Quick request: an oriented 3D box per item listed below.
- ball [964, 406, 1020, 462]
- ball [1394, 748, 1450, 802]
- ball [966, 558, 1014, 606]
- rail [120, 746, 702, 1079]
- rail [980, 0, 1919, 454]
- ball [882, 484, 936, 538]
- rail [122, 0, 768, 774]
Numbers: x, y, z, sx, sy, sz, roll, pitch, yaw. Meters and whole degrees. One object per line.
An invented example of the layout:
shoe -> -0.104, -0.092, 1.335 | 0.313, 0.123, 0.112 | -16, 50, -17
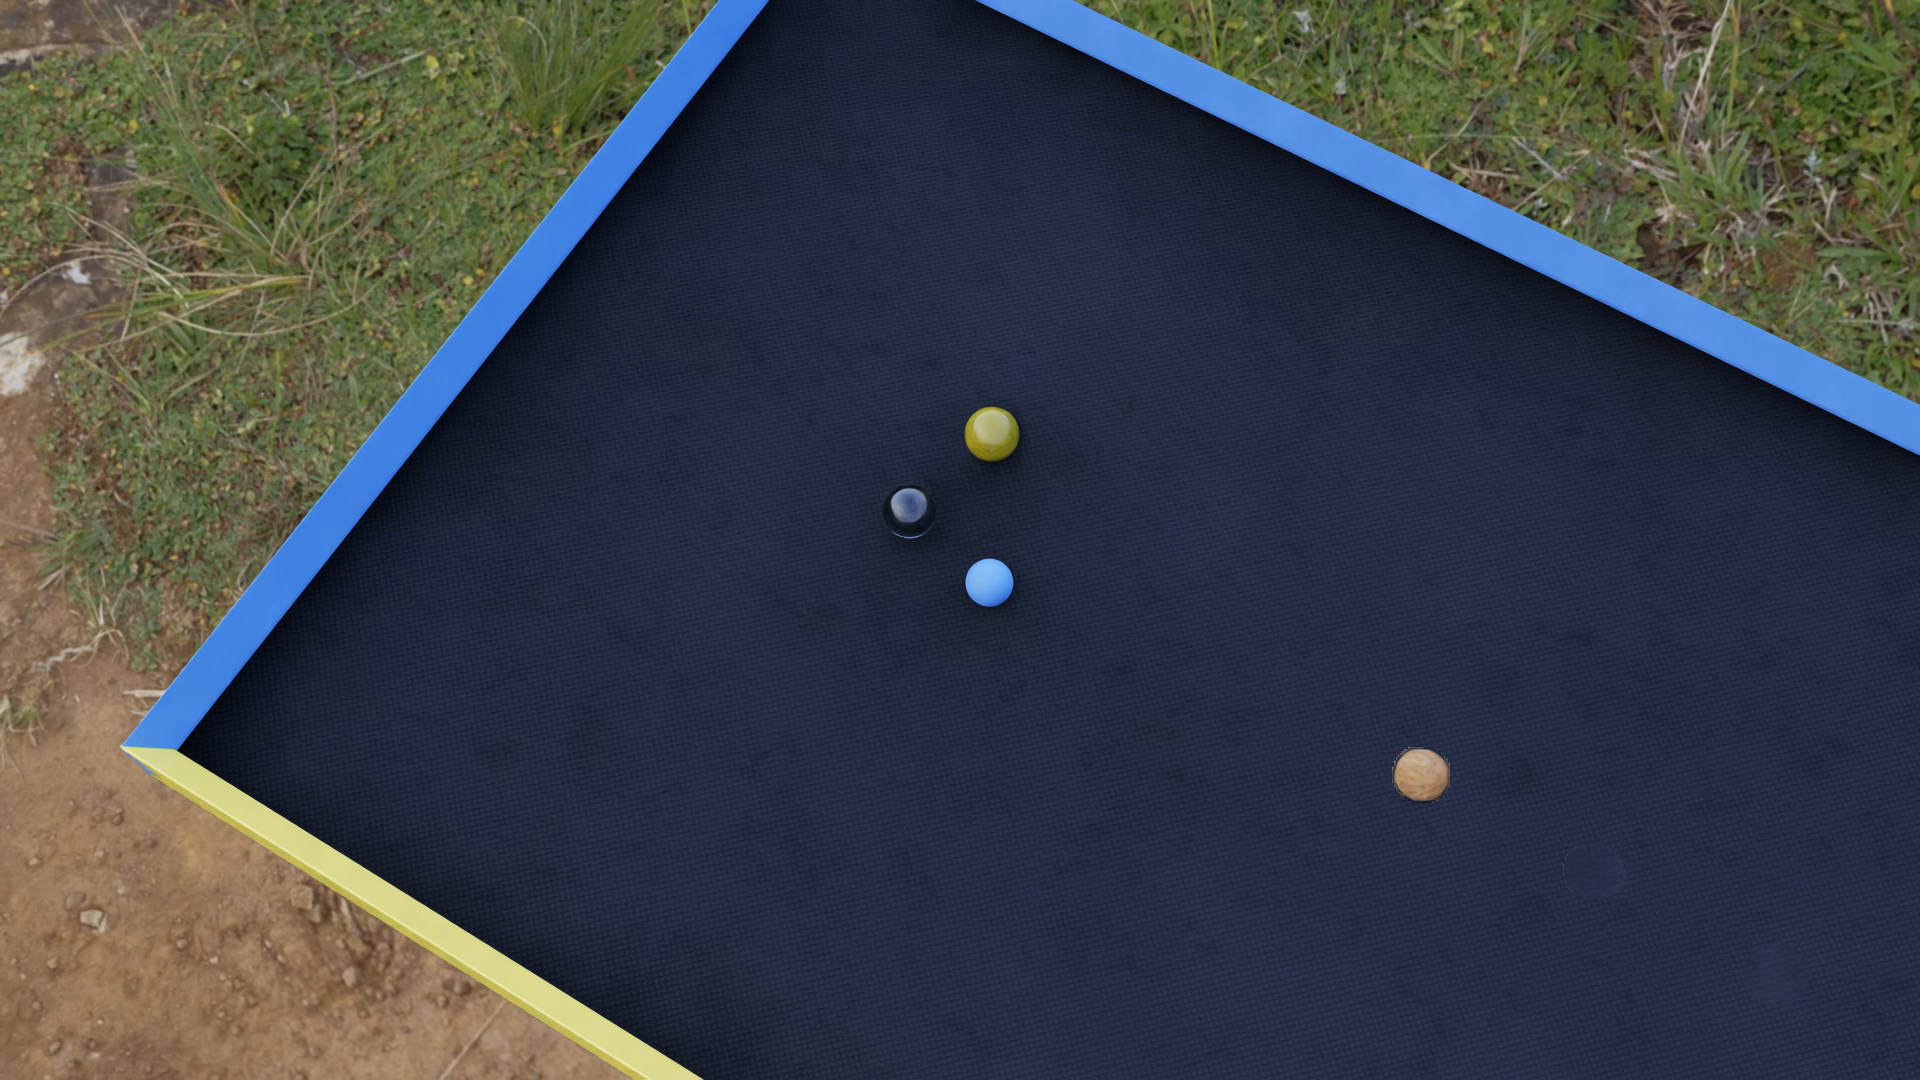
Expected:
ball -> 0.053, -0.175, 3.629 | 0.092, 0.092, 0.092 | 0, 65, 0
ball -> 0.711, 0.362, 3.387 | 0.082, 0.082, 0.082 | 0, 65, 0
ball -> 0.047, 0.068, 3.525 | 0.077, 0.077, 0.077 | 0, 65, 0
rail -> 0.275, 1.154, 3.001 | 3.574, 0.119, 0.045 | 29, 68, 12
rail -> 1.258, -0.334, 3.686 | 3.574, 0.119, 0.045 | 29, 68, 12
ball -> -0.082, -0.047, 3.572 | 0.089, 0.089, 0.089 | 0, 65, 0
rail -> -0.746, -0.414, 3.723 | 0.045, 0.119, 1.958 | 29, 68, 12
